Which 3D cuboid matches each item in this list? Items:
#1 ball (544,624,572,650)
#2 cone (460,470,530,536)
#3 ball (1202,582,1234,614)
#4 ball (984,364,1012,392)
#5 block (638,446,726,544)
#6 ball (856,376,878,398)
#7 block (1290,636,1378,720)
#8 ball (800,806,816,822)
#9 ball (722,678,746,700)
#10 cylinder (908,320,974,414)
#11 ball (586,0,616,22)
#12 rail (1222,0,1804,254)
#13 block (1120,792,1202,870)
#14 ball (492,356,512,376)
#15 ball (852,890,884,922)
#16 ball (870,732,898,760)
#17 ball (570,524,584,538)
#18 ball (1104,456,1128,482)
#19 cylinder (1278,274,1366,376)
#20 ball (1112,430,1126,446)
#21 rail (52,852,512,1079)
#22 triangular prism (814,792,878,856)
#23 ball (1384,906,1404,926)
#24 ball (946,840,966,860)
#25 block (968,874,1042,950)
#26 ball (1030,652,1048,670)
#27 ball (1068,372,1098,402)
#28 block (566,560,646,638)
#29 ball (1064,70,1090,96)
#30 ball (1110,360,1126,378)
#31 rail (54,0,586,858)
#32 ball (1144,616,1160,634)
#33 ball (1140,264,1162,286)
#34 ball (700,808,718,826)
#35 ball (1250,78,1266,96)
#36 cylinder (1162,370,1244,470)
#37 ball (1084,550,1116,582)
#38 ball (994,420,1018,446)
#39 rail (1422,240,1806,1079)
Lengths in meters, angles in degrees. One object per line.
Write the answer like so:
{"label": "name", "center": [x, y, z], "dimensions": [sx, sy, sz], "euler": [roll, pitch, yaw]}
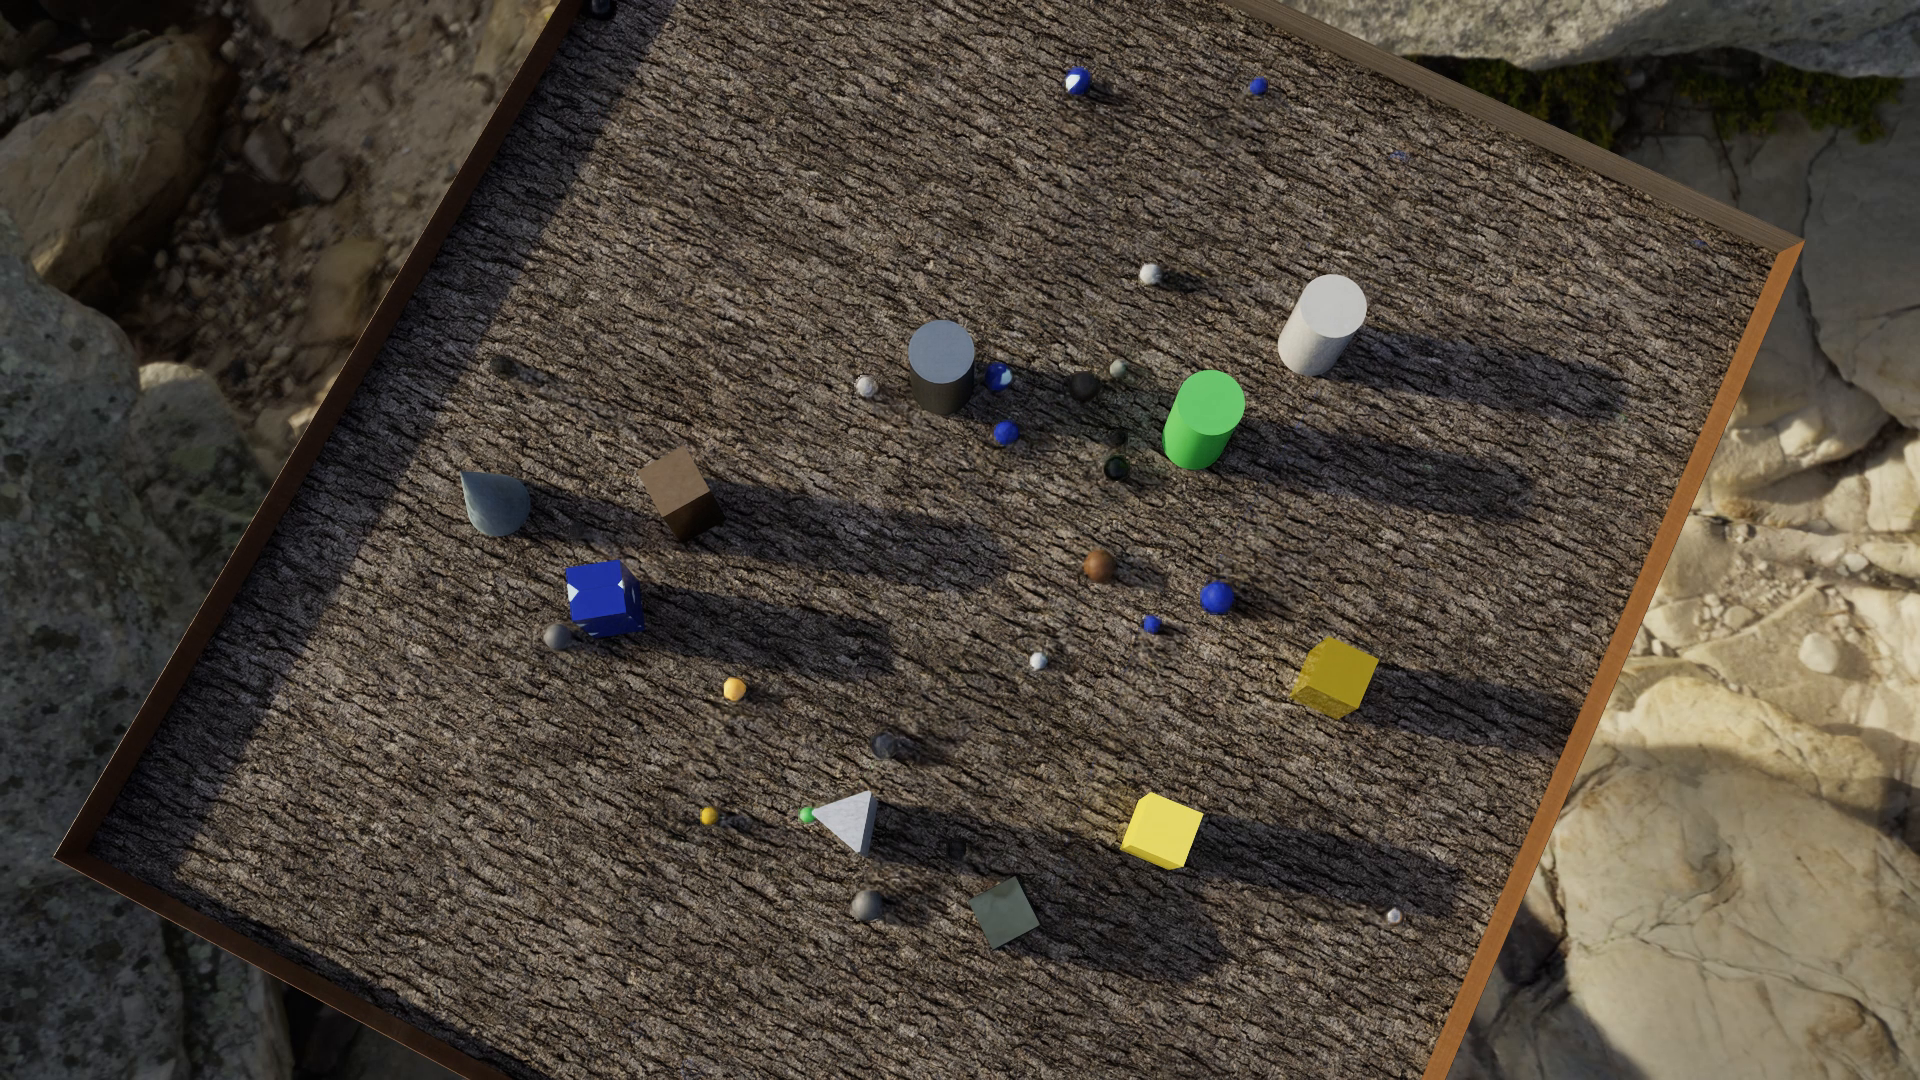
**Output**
{"label": "ball", "center": [-1.210, 0.292, 5.515], "dimensions": [0.081, 0.081, 0.081], "euler": [0, 78, 0]}
{"label": "cone", "center": [-1.419, -0.152, 5.418], "dimensions": [0.195, 0.451, 0.195], "euler": [0, 78, 0]}
{"label": "ball", "center": [0.779, 0.173, 5.531], "dimensions": [0.097, 0.097, 0.097], "euler": [0, 78, 0]}
{"label": "ball", "center": [0.117, -0.503, 5.677], "dimensions": [0.085, 0.085, 0.085], "euler": [0, 78, 0]}
{"label": "block", "center": [-0.822, -0.130, 5.447], "dimensions": [0.156, 0.385, 0.156], "euler": [-30, 80, -6]}
{"label": "ball", "center": [-0.289, -0.475, 5.682], "dimensions": [0.064, 0.064, 0.064], "euler": [0, 78, 0]}
{"label": "block", "center": [1.095, 0.408, 5.380], "dimensions": [0.156, 0.299, 0.156], "euler": [25, 79, 5]}
{"label": "ball", "center": [-0.451, 0.814, 5.424], "dimensions": [0.047, 0.047, 0.047], "euler": [0, 78, 0]}
{"label": "ball", "center": [-0.676, 0.447, 5.490], "dimensions": [0.068, 0.068, 0.068], "euler": [0, 78, 0]}
{"label": "cylinder", "center": [-0.055, -0.519, 5.549], "dimensions": [0.195, 0.343, 0.195], "euler": [0, 78, 0]}
{"label": "ball", "center": [-1.162, -1.726, 5.925], "dimensions": [0.096, 0.096, 0.096], "euler": [0, 78, 0]}
{"label": "rail", "center": [0.892, -1.740, 5.911], "dimensions": [3.849, 0.127, 0.045], "euler": [26, 80, 5]}
{"label": "block", "center": [0.575, 0.839, 5.261], "dimensions": [0.156, 0.357, 0.156], "euler": [22, 79, 4]}
{"label": "ball", "center": [-1.422, -0.542, 5.697], "dimensions": [0.061, 0.061, 0.061], "euler": [0, 78, 0]}
{"label": "ball", "center": [-0.270, 1.066, 5.350], "dimensions": [0.091, 0.091, 0.091], "euler": [0, 78, 0]}
{"label": "ball", "center": [-0.225, 0.610, 5.448], "dimensions": [0.082, 0.082, 0.082], "euler": [0, 78, 0]}
{"label": "ball", "center": [-1.168, -0.027, 5.601], "dimensions": [0.041, 0.041, 0.041], "euler": [0, 78, 0]}
{"label": "ball", "center": [0.479, -0.218, 5.623], "dimensions": [0.077, 0.077, 0.077], "euler": [0, 78, 0]}
{"label": "cylinder", "center": [1.093, -0.646, 5.554], "dimensions": [0.195, 0.385, 0.195], "euler": [0, 78, 0]}
{"label": "ball", "center": [0.491, -0.314, 5.657], "dimensions": [0.049, 0.049, 0.049], "euler": [0, 78, 0]}
{"label": "rail", "center": [-0.892, 1.753, 5.188], "dimensions": [3.849, 0.127, 0.045], "euler": [26, 80, 5]}
{"label": "triangular prism", "center": [-0.294, 0.788, 5.235], "dimensions": [0.169, 0.427, 0.147], "euler": [40, 81, 8]}
{"label": "ball", "center": [1.267, 1.101, 5.359], "dimensions": [0.058, 0.058, 0.058], "euler": [0, 78, 0]}
{"label": "ball", "center": [-0.010, 0.912, 5.398], "dimensions": [0.058, 0.058, 0.058], "euler": [0, 78, 0]}
{"label": "block", "center": [0.127, 1.072, 5.268], "dimensions": [0.156, 0.248, 0.156], "euler": [-27, 80, -5]}
{"label": "ball", "center": [0.237, 0.365, 5.515], "dimensions": [0.052, 0.052, 0.052], "euler": [0, 78, 0]}
{"label": "ball", "center": [0.379, -0.473, 5.667], "dimensions": [0.093, 0.093, 0.093], "euler": [0, 78, 0]}
{"label": "block", "center": [-1.044, 0.177, 5.410], "dimensions": [0.156, 0.332, 0.156], "euler": [-9, 78, -2]}
{"label": "ball", "center": [0.378, -1.468, 5.878], "dimensions": [0.083, 0.083, 0.083], "euler": [0, 78, 0]}
{"label": "ball", "center": [0.491, -0.531, 5.699], "dimensions": [0.053, 0.053, 0.053], "euler": [0, 78, 0]}
{"label": "rail", "center": [-1.700, -0.826, 5.722], "dimensions": [0.045, 0.127, 4.035], "euler": [26, 80, 5]}
{"label": "ball", "center": [0.580, 0.257, 5.536], "dimensions": [0.053, 0.053, 0.053], "euler": [0, 78, 0]}
{"label": "ball", "center": [0.600, -0.834, 5.755], "dimensions": [0.068, 0.068, 0.068], "euler": [0, 78, 0]}
{"label": "ball", "center": [-0.741, 0.817, 5.421], "dimensions": [0.051, 0.051, 0.051], "euler": [0, 78, 0]}
{"label": "ball", "center": [0.958, -1.456, 5.891], "dimensions": [0.053, 0.053, 0.053], "euler": [0, 78, 0]}
{"label": "cylinder", "center": [0.723, -0.354, 5.478], "dimensions": [0.195, 0.414, 0.195], "euler": [0, 78, 0]}
{"label": "ball", "center": [0.423, 0.078, 5.551], "dimensions": [0.098, 0.098, 0.098], "euler": [0, 78, 0]}
{"label": "ball", "center": [0.142, -0.330, 5.647], "dimensions": [0.075, 0.075, 0.075], "euler": [0, 78, 0]}
{"label": "rail", "center": [1.700, 0.839, 5.377], "dimensions": [0.045, 0.127, 4.035], "euler": [26, 80, 5]}
